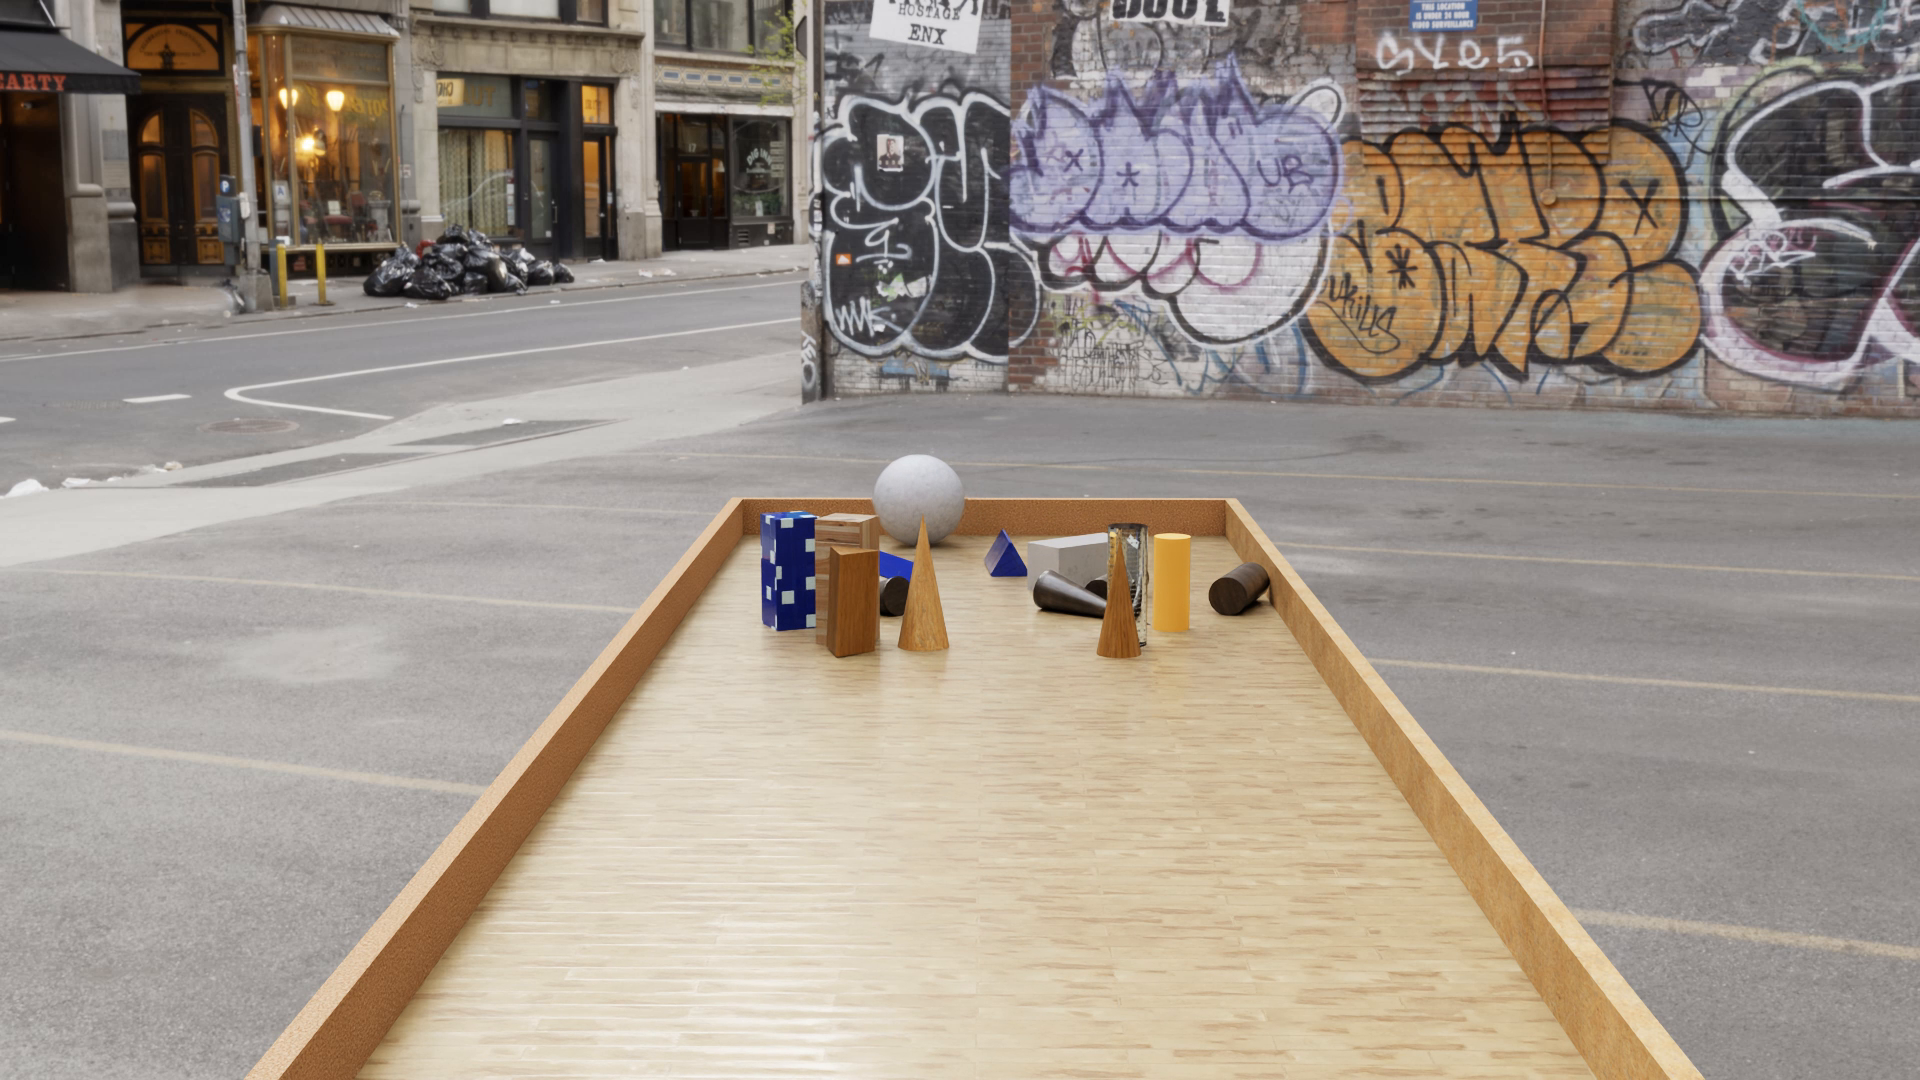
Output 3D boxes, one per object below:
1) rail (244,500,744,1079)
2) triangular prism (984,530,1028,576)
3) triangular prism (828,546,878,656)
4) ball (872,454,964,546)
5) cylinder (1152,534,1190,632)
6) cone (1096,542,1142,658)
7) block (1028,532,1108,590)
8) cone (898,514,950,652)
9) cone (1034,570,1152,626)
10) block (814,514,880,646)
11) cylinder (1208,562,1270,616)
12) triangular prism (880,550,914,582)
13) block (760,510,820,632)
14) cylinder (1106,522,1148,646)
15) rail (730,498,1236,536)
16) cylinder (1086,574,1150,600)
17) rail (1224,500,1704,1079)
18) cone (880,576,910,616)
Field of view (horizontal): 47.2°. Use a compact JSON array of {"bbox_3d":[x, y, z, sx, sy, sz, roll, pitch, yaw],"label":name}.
[{"bbox_3d":[-1.004,0.839,3.234,0.050,0.150,12.000,0,9,1],"label":"rail"},{"bbox_3d":[0.176,0.045,8.307,0.144,0.125,0.328,0,9,-4],"label":"triangular prism"},{"bbox_3d":[-0.360,0.185,6.802,0.154,0.317,0.134,-6,13,-44],"label":"triangular prism"},{"bbox_3d":[-0.167,-0.161,8.846,0.370,0.370,0.370,0,9,0],"label":"ball"},{"bbox_3d":[0.690,0.138,7.165,0.118,0.304,0.118,0,9,0],"label":"cylinder"},{"bbox_3d":[0.491,0.172,6.767,0.139,0.362,0.139,0,9,0],"label":"cone"},{"bbox_3d":[0.436,0.086,7.918,0.361,0.172,0.172,-7,11,-38],"label":"block"},{"bbox_3d":[-0.115,0.125,6.874,0.163,0.422,0.163,0,9,0],"label":"cone"},{"bbox_3d":[0.463,0.224,7.380,0.453,0.136,0.136,18,19,38],"label":"cone"},{"bbox_3d":[-0.355,0.126,6.947,0.153,0.397,0.153,3,10,21],"label":"block"},{"bbox_3d":[0.959,0.166,7.544,0.131,0.131,0.326,4,10,21],"label":"cylinder"},{"bbox_3d":[-0.234,0.098,8.135,0.088,0.076,0.377,-5,10,-27],"label":"triangular prism"},{"bbox_3d":[-0.556,0.100,7.211,0.152,0.366,0.152,-4,10,-24],"label":"block"},{"bbox_3d":[0.525,0.142,6.911,0.127,0.376,0.127,0,9,0],"label":"cylinder"},{"bbox_3d":[0.099,-0.098,9.147,2.100,0.150,0.050,0,9,1],"label":"rail"},{"bbox_3d":[0.545,0.161,7.633,0.113,0.113,0.384,4,10,22],"label":"cylinder"},{"bbox_3d":[1.046,0.843,3.208,0.050,0.150,12.000,0,9,1],"label":"rail"},{"bbox_3d":[-0.340,0.199,7.541,0.133,0.133,0.392,-9,3,-43],"label":"cone"}]
